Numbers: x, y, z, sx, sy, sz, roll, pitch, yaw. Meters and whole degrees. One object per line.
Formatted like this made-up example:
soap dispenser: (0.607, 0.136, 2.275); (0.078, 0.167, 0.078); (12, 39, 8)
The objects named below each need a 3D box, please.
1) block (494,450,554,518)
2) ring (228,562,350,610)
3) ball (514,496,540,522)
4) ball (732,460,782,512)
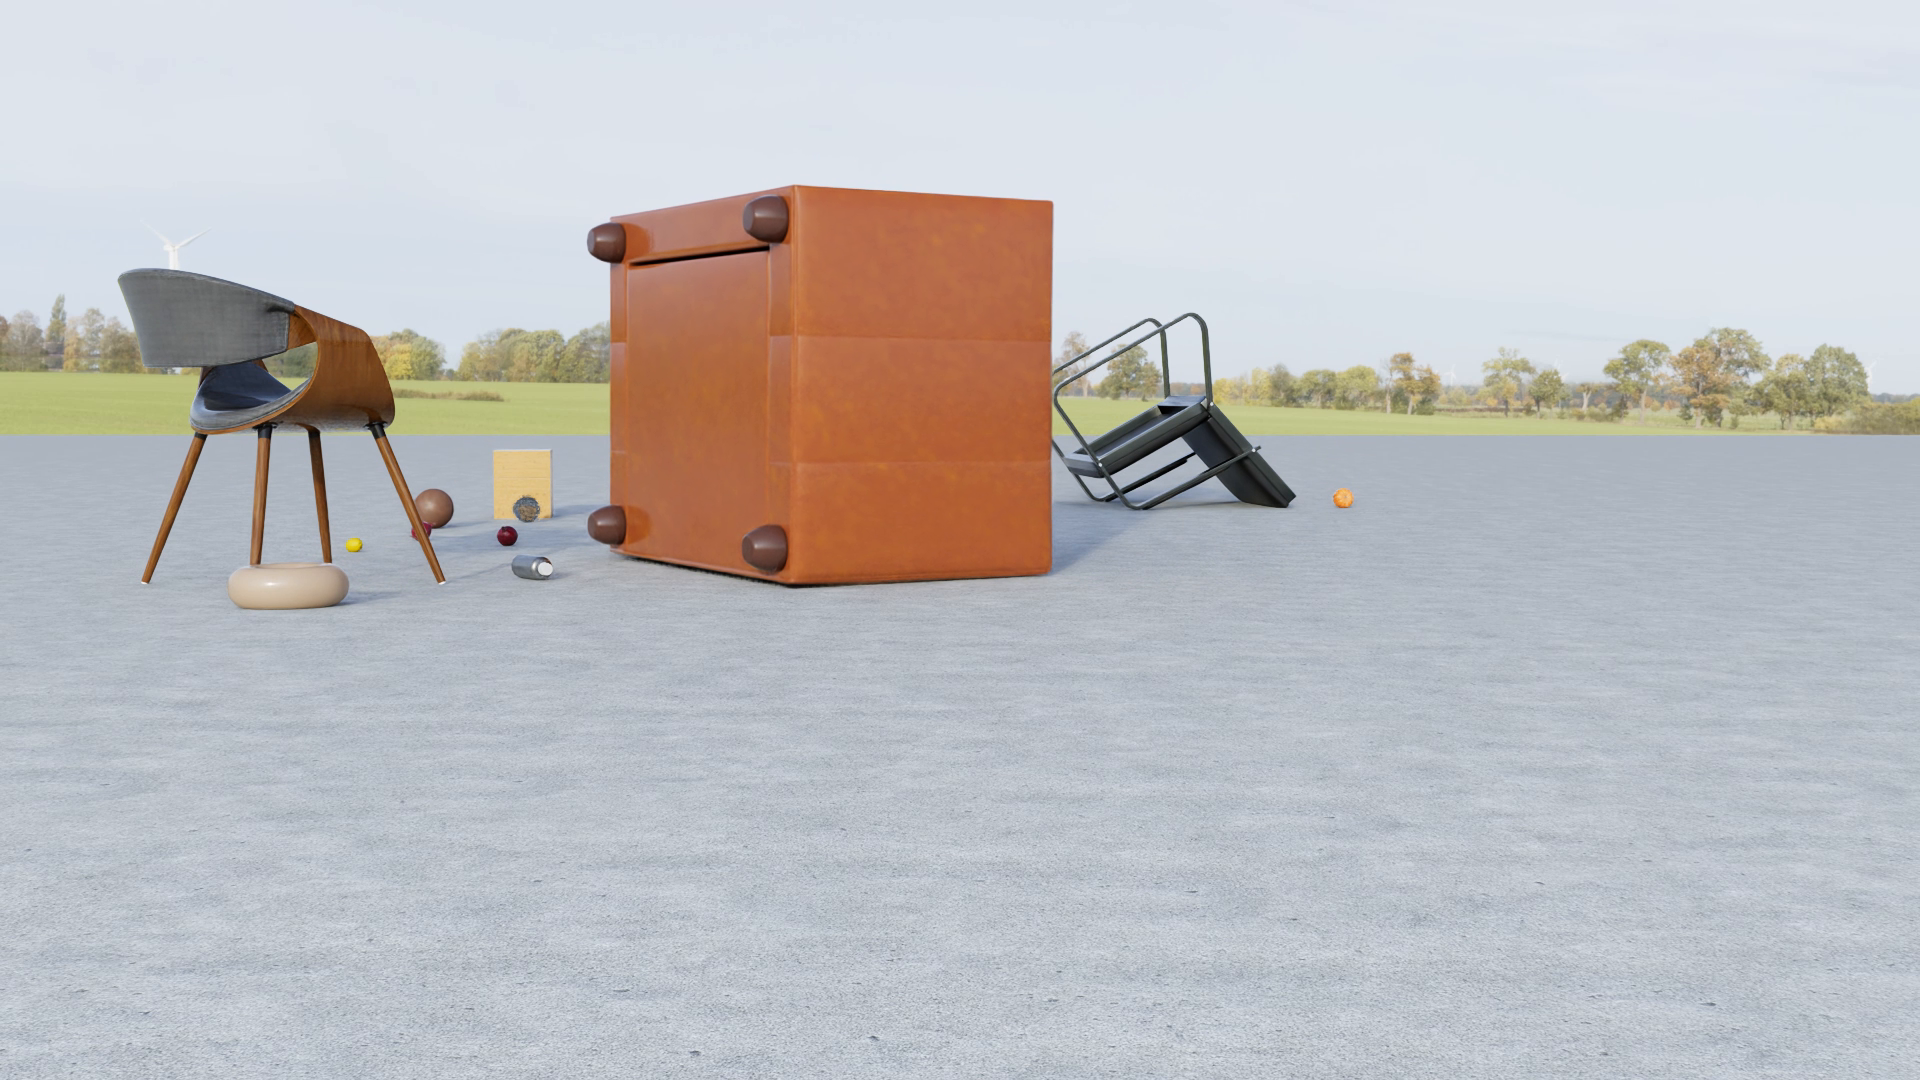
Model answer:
block: (-1.528, -0.198, 7.705); (0.193, 0.236, 0.165); (0, 4, -7)
ring: (-1.387, 0.095, 4.542); (0.242, 0.087, 0.170); (-2, 6, -17)
ball: (-1.458, -0.103, 7.401); (0.089, 0.089, 0.089); (0, 4, 0)
ball: (-0.748, -0.199, 8.087); (0.186, 0.186, 0.186); (0, 4, 0)
